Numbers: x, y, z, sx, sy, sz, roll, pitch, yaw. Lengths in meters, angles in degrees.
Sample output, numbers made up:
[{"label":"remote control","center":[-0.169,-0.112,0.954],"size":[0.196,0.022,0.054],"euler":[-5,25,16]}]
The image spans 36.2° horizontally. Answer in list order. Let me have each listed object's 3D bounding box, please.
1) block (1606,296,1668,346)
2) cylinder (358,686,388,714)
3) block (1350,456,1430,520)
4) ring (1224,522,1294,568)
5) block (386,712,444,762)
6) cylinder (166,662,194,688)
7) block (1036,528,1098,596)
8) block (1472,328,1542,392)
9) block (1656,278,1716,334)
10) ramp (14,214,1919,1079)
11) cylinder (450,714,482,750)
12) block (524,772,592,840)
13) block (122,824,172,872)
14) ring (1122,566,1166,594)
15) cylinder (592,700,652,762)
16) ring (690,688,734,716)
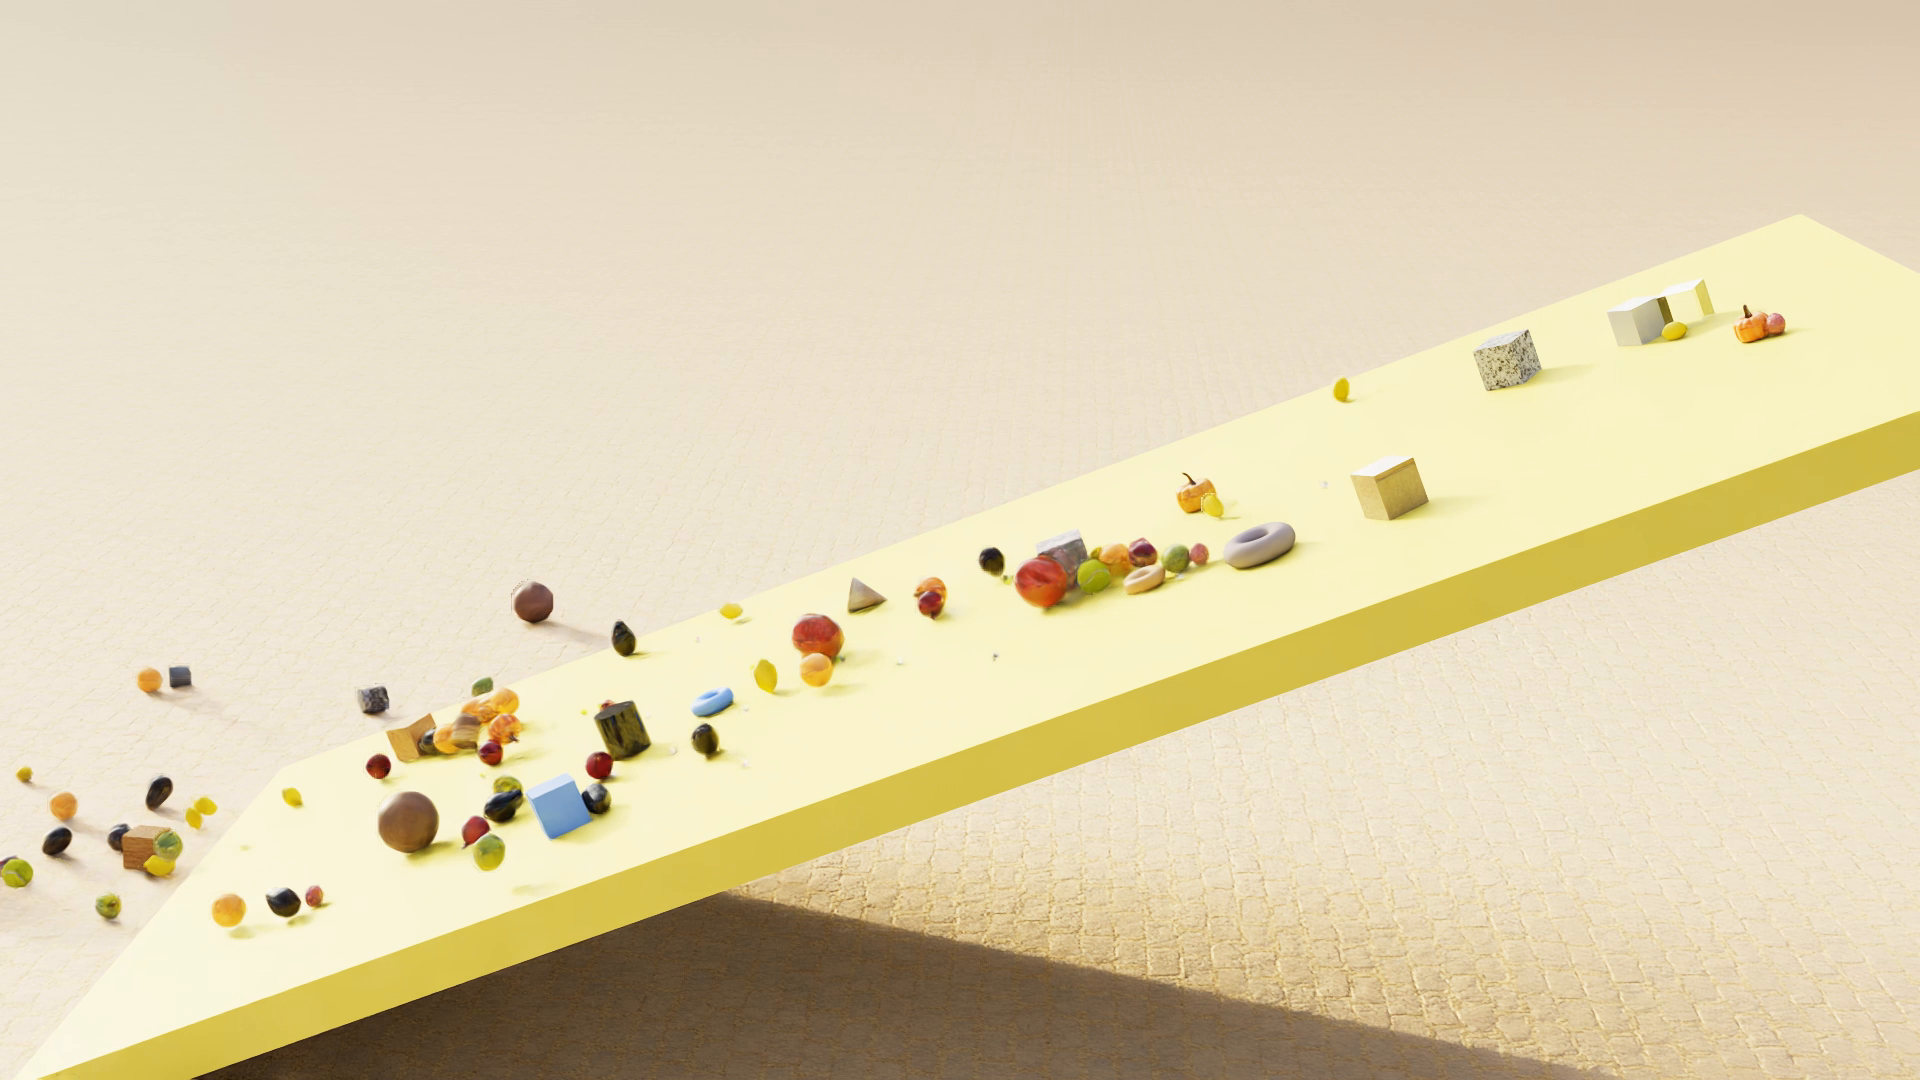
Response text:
[{"label":"block","center":[1.472,-0.475,6.384],"size":[0.083,0.083,0.083],"euler":[-26,13,-22]},{"label":"cylinder","center":[-1.653,0.450,8.289],"size":[0.070,0.070,0.070],"euler":[-9,16,-25]},{"label":"block","center":[0.844,-0.102,5.780],"size":[0.095,0.095,0.095],"euler":[-25,12,-18]},{"label":"ring","center":[0.594,0.010,5.829],"size":[0.150,0.050,0.150],"euler":[-21,13,5]},{"label":"block","center":[-1.303,0.471,7.027],"size":[0.082,0.082,0.082],"euler":[-12,15,40]},{"label":"cylinder","center":[-2.269,0.396,8.550],"size":[0.059,0.059,0.059],"euler":[-25,23,-22]},{"label":"block","center":[0.224,0.046,6.201],"size":[0.098,0.098,0.098],"euler":[-21,12,3]},{"label":"block","center":[1.204,-0.396,6.469],"size":[0.096,0.096,0.096],"euler":[-11,15,41]},{"label":"block","center":[1.569,-0.506,6.357],"size":[0.082,0.082,0.082],"euler":[-13,14,36]},{"label":"ramp","center":[0.119,0.175,6.294],"size":[4.000,0.100,2.000],"euler":[-20,12,7]},{"label":"cylinder","center":[-1.149,0.446,6.849],"size":[0.063,0.063,0.063],"euler":[5,-26,2]},{"label":"block","center":[-0.798,0.529,5.844],"size":[0.091,0.091,0.091],"euler":[-24,12,-13]},{"label":"block","center":[-1.947,0.738,7.045],"size":[0.084,0.084,0.084],"euler":[3,14,13]},{"label":"ring","center":[0.373,0.080,5.948],"size":[0.094,0.031,0.094],"euler":[-22,14,6]},{"label":"cylinder","center":[-0.717,0.405,6.250],"size":[0.097,0.097,0.097],"euler":[-20,12,4]},{"label":"ring","center":[-0.534,0.349,6.337],"size":[0.102,0.034,0.102],"euler":[-21,13,5]}]
